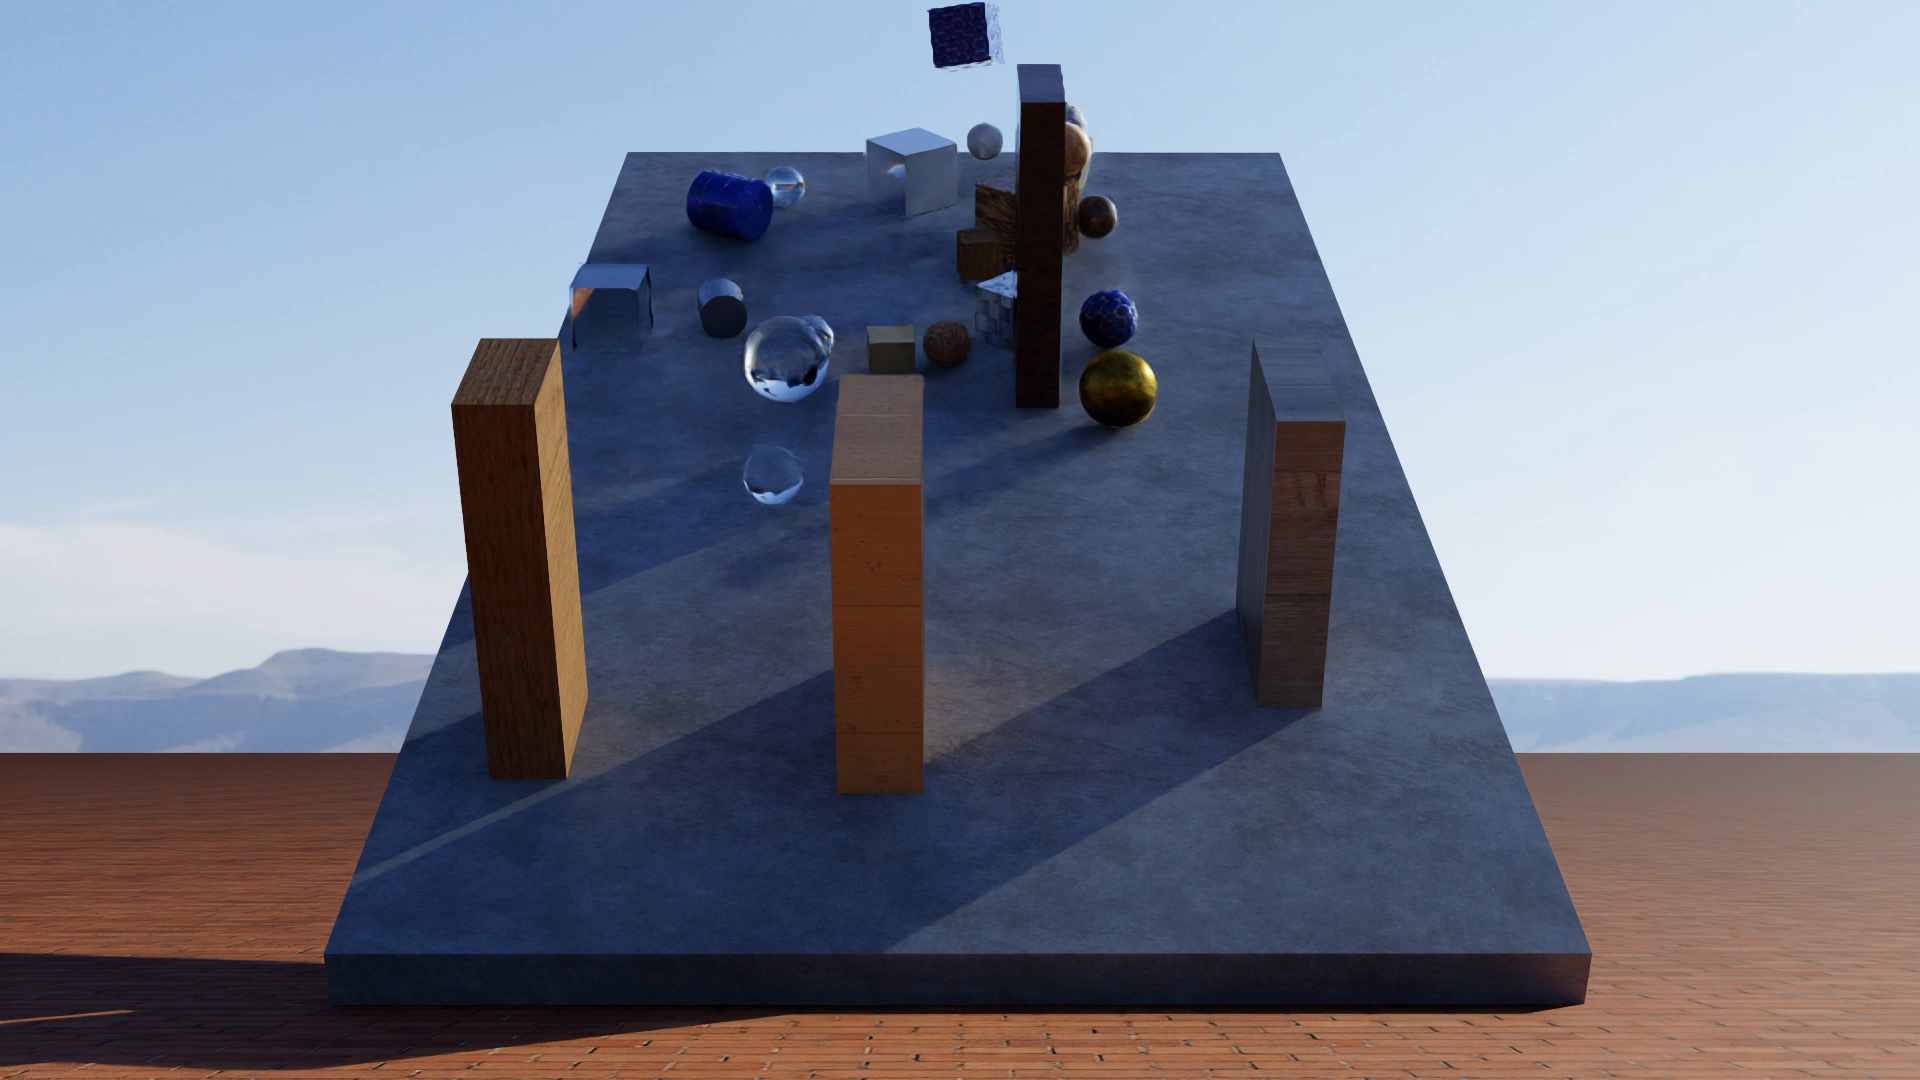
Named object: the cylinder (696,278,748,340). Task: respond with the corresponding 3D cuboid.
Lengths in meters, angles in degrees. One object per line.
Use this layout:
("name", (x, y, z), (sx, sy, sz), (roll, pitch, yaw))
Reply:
("cylinder", (-0.601, -0.584, 5.996), (0.118, 0.118, 0.118), (1, 27, -12))

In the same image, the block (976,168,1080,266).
("block", (0.183, -0.879, 6.480), (0.202, 0.202, 0.202), (21, 34, 34))

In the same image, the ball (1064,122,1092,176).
("ball", (0.287, -1.066, 6.486), (0.143, 0.143, 0.143), (0, -5, 0))

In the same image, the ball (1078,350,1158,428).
("ball", (0.364, -0.349, 5.483), (0.180, 0.180, 0.180), (0, -5, 0))

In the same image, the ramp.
("ramp", (-0.011, -0.225, 5.546), (2.000, 0.100, 4.000), (0, 27, 0))

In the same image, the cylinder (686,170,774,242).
("cylinder", (-0.639, -0.930, 6.606), (0.170, 0.170, 0.170), (17, 4, 30))

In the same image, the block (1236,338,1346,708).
("block", (0.611, -0.036, 4.444), (0.119, 0.582, 0.380), (0, 27, 0))

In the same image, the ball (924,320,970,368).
("ball", (-0.032, -0.480, 5.801), (0.117, 0.117, 0.117), (0, -5, 0))

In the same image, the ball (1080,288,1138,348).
("ball", (0.370, -0.550, 5.908), (0.146, 0.146, 0.146), (0, -5, 0))

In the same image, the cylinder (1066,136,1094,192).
("cylinder", (0.285, -1.099, 6.864), (0.163, 0.163, 0.163), (14, -3, 8))

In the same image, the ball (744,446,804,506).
("ball", (-0.403, -0.139, 5.129), (0.129, 0.129, 0.129), (0, -5, 0))

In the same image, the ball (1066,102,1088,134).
("ball", (0.297, -1.239, 7.196), (0.180, 0.180, 0.180), (0, -5, 0))

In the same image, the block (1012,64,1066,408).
("block", (0.183, -0.711, 5.570), (0.101, 0.741, 0.305), (0, 27, 0))

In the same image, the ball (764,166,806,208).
("ball", (-0.503, -1.014, 6.825), (0.119, 0.119, 0.119), (0, -5, 0))

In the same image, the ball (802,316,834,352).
("ball", (-0.363, -0.498, 5.842), (0.109, 0.109, 0.109), (0, -5, 0))

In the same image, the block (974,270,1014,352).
("block", (0.136, -0.572, 5.953), (0.142, 0.142, 0.142), (24, 35, 37))

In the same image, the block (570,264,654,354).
("block", (-0.869, -0.579, 5.931), (0.169, 0.169, 0.169), (2, 27, 3))

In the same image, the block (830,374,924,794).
("block", (-0.140, 0.072, 4.212), (0.149, 0.600, 0.450), (0, 27, 0))

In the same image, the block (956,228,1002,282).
("block", (0.051, -0.764, 6.359), (0.107, 0.107, 0.107), (-4, 28, -8))

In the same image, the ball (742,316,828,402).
("ball", (-0.411, -0.426, 5.599), (0.205, 0.205, 0.205), (0, -5, 0))

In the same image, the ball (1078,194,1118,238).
("ball", (0.373, -0.889, 6.535), (0.120, 0.120, 0.120), (0, -5, 0))

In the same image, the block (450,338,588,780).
("block", (-0.760, 0.037, 4.145), (0.135, 0.722, 0.279), (0, 27, 0))

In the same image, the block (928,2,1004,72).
("block", (0.018, -1.408, 6.659), (0.162, 0.162, 0.162), (-5, 6, 16))

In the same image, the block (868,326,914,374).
("block", (-0.167, -0.447, 5.746), (0.109, 0.109, 0.109), (-1, 27, -3))

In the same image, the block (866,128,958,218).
("block", (-0.138, -1.056, 6.834), (0.187, 0.187, 0.187), (-20, 33, -33))

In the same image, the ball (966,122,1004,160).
("ball", (0.074, -1.189, 7.092), (0.111, 0.111, 0.111), (0, -5, 0))
